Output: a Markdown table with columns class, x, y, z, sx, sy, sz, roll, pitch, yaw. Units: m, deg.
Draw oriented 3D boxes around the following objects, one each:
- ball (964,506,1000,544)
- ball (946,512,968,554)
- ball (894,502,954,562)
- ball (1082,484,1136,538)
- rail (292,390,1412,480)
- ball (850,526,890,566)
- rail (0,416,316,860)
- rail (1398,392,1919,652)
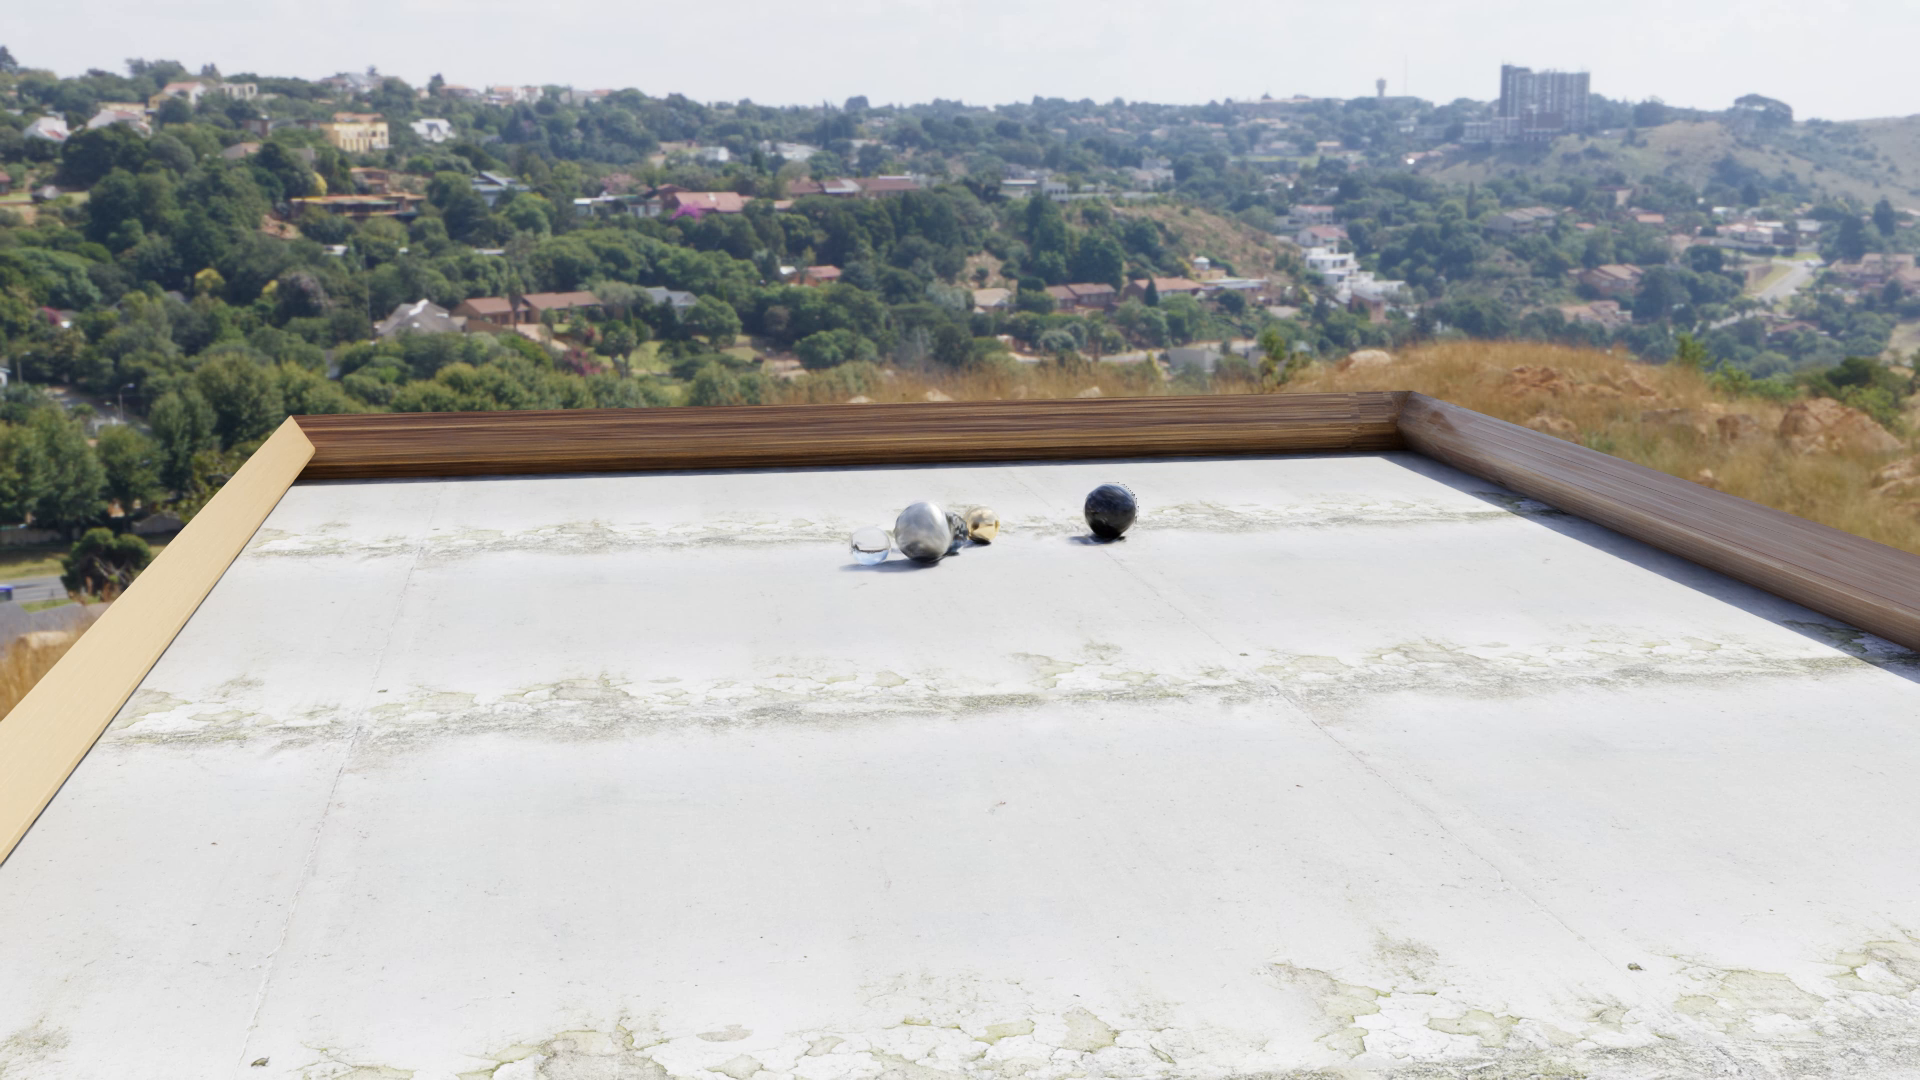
| class | x | y | z | sx | sy | sz | roll | pitch | yaw |
| --- | --- | --- | --- | --- | --- | --- | --- | --- | --- |
| ball | 0.032 | -0.024 | 3.315 | 0.057 | 0.057 | 0.057 | 0 | 11 | 0 |
| ball | -0.018 | -0.011 | 3.237 | 0.061 | 0.061 | 0.061 | 0 | 11 | 0 |
| ball | -0.052 | -0.011 | 3.170 | 0.088 | 0.088 | 0.088 | 0 | 11 | 0 |
| ball | 0.229 | -0.045 | 3.359 | 0.082 | 0.082 | 0.082 | 0 | 11 | 0 |
| rail | -0.152 | -0.193 | 4.039 | 2.082 | 0.114 | 0.045 | -2 | 11 | -10 |
| ball | -0.128 | 0.008 | 3.148 | 0.058 | 0.058 | 0.058 | 0 | 11 | 0 |
| rail | -0.846 | 0.177 | 2.118 | 0.045 | 0.114 | 3.665 | -2 | 11 | -10 |
| rail | 1.159 | 0.111 | 2.459 | 0.045 | 0.114 | 3.665 | -2 | 11 | -10 |
